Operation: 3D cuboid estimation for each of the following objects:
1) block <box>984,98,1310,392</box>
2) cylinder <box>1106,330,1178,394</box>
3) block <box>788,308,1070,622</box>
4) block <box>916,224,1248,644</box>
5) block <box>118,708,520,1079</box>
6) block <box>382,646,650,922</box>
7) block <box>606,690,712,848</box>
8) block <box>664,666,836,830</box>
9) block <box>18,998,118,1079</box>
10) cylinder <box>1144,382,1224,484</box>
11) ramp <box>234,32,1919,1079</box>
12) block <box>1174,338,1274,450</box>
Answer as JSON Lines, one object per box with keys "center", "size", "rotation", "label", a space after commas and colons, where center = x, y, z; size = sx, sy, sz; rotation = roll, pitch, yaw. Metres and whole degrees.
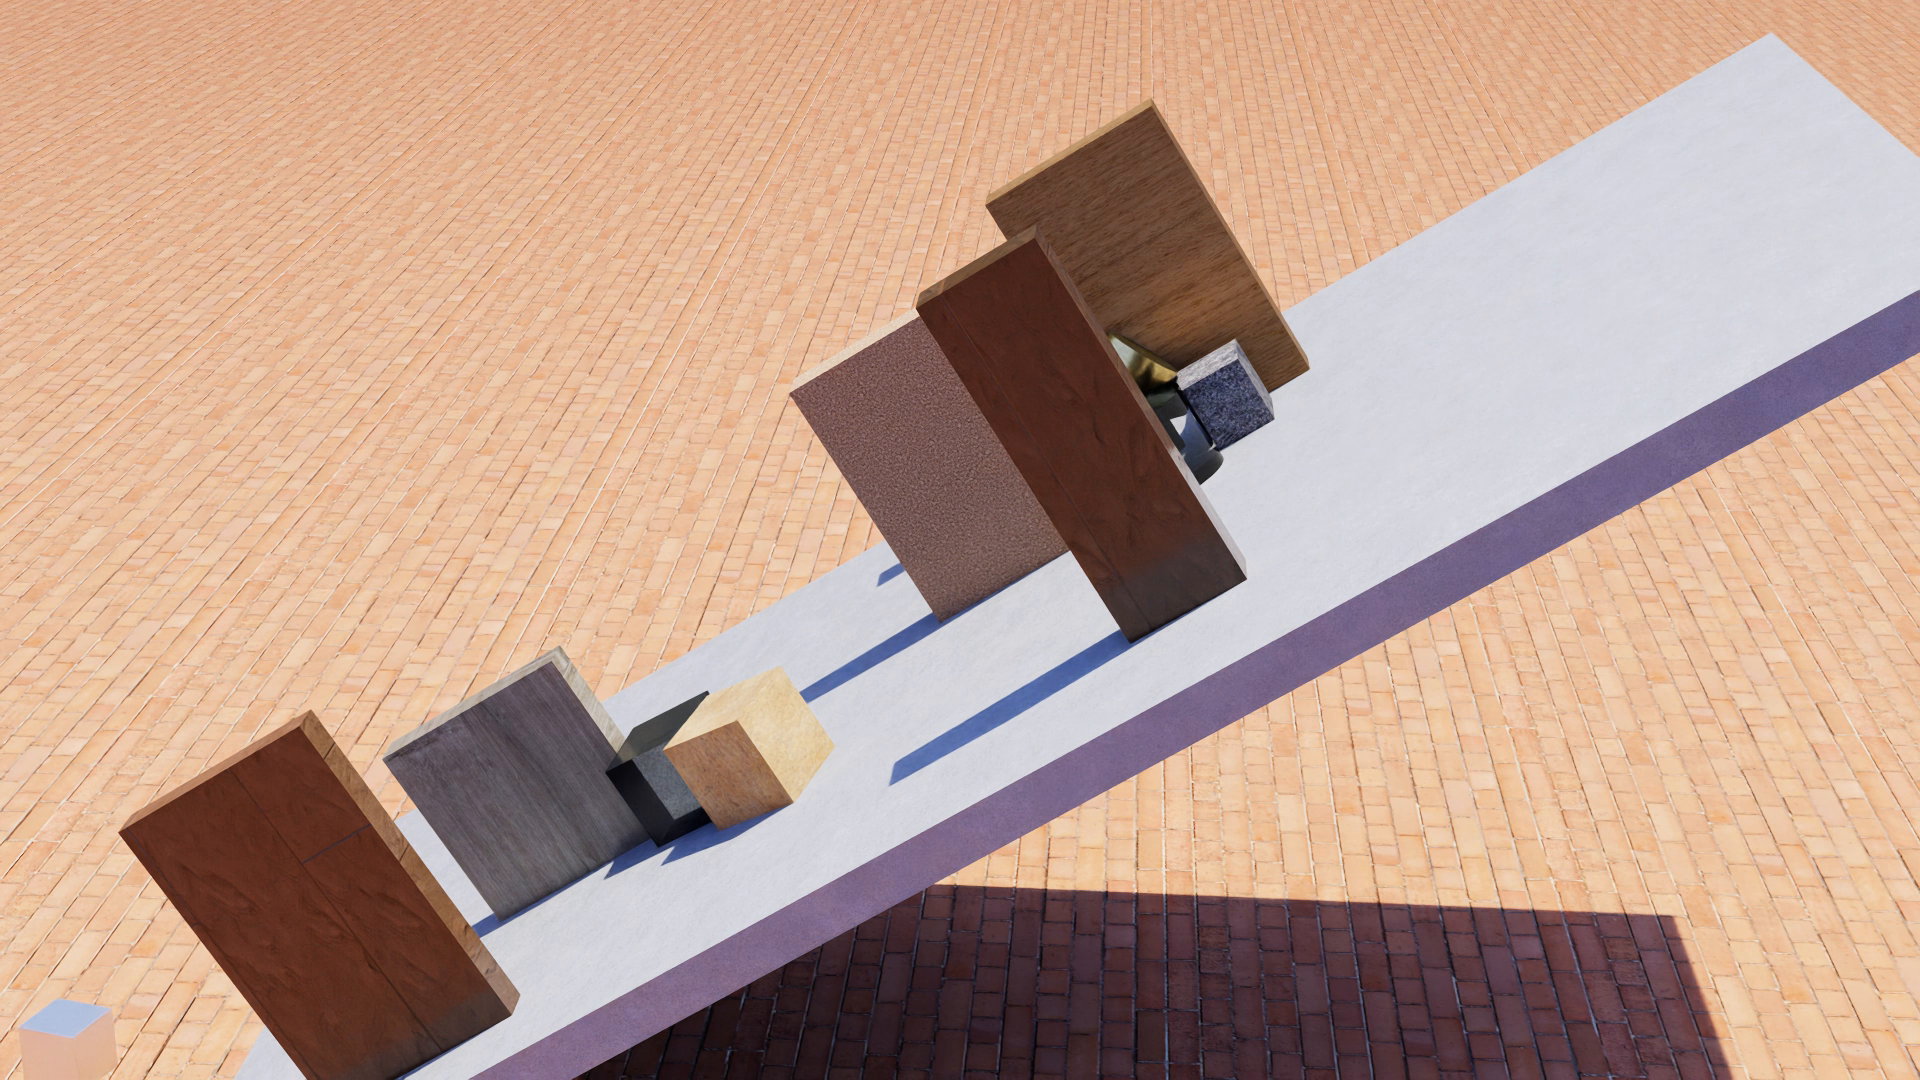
{"center": [0.418, -0.571, 6.523], "size": [0.423, 0.689, 0.096], "rotation": [-30, 15, 13], "label": "block"}
{"center": [0.356, -0.337, 6.452], "size": [0.178, 0.178, 0.178], "rotation": [30, 10, -6], "label": "cylinder"}
{"center": [-0.044, -0.174, 6.367], "size": [0.372, 0.611, 0.109], "rotation": [-30, 15, 13], "label": "block"}
{"center": [0.234, -0.195, 5.543], "size": [0.258, 0.772, 0.115], "rotation": [-30, 15, 13], "label": "block"}
{"center": [-1.252, 0.736, 5.773], "size": [0.441, 0.715, 0.085], "rotation": [-30, 15, 13], "label": "block"}
{"center": [-0.920, 0.524, 6.290], "size": [0.442, 0.445, 0.090], "rotation": [-30, 15, 13], "label": "block"}
{"center": [-0.585, 0.483, 6.206], "size": [0.201, 0.201, 0.201], "rotation": [-27, 16, 22], "label": "block"}
{"center": [-0.432, 0.428, 6.045], "size": [0.210, 0.210, 0.210], "rotation": [-23, 18, 33], "label": "block"}
{"center": [-2.008, 1.141, 6.624], "size": [0.146, 0.146, 0.146], "rotation": [7, 21, 19], "label": "block"}
{"center": [0.436, -0.206, 6.303], "size": [0.190, 0.190, 0.190], "rotation": [-31, 15, 9], "label": "cylinder"}
{"center": [0.141, 0.169, 6.290], "size": [4.000, 0.100, 2.000], "rotation": [-30, 15, 13], "label": "ramp"}
{"center": [0.575, -0.313, 6.416], "size": [0.159, 0.159, 0.159], "rotation": [-30, 15, 13], "label": "block"}
